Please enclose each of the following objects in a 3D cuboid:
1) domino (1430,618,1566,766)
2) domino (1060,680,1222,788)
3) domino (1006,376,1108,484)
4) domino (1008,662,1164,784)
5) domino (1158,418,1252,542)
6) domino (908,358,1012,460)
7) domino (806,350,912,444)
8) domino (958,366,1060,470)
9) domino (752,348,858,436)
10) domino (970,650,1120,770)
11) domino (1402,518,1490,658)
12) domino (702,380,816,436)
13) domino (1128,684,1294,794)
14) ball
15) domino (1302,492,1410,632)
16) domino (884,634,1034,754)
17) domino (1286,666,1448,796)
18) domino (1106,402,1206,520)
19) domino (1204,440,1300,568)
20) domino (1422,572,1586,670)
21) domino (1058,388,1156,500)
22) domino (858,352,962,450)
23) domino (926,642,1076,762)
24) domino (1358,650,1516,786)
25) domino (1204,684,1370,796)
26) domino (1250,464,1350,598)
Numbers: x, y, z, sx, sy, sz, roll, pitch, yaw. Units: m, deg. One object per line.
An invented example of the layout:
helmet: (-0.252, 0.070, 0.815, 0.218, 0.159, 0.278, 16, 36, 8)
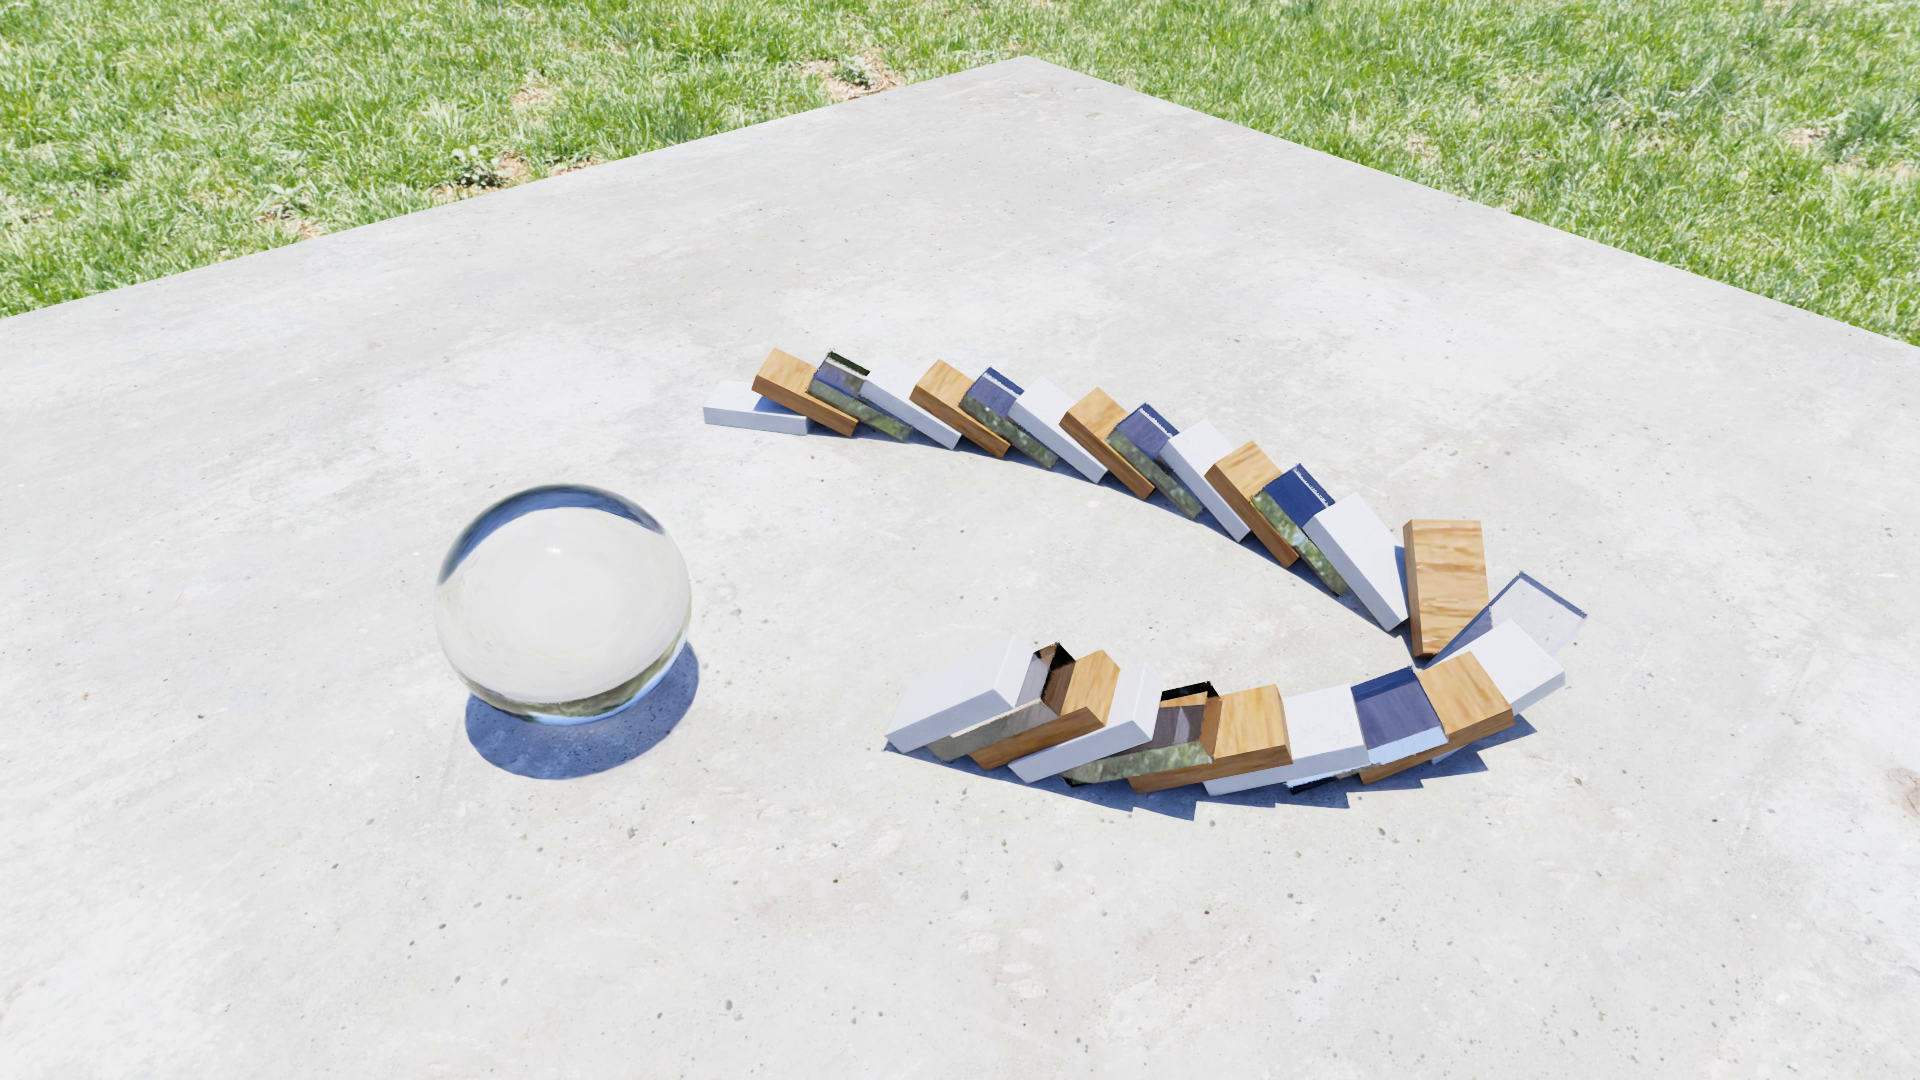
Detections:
domino: (0.170, 0.050, 0.365, 0.050, 0.010, 0.025, -33, 45, 3)
domino: (0.056, 0.062, 0.347, 0.050, 0.009, 0.025, -19, 29, 33)
domino: (0.048, -0.049, 0.488, 0.050, 0.009, 0.025, 38, 48, 5)
domino: (0.040, 0.058, 0.348, 0.050, 0.010, 0.025, -29, 23, 36)
domino: (0.109, -0.025, 0.458, 0.025, 0.010, 0.050, -30, 72, -31)
domino: (0.004, -0.060, 0.501, 0.050, 0.009, 0.025, 33, 45, 1)
domino: (-0.043, -0.066, 0.509, 0.050, 0.009, 0.025, 27, 41, -4)
domino: (0.027, -0.055, 0.495, 0.050, 0.010, 0.025, 35, 46, 3)
domino: (-0.069, -0.069, 0.511, 0.050, 0.010, 0.025, 25, 41, -7)
domino: (0.026, 0.055, 0.352, 0.050, 0.010, 0.025, -29, 23, 36)
domino: (0.178, 0.018, 0.401, 0.025, 0.010, 0.050, 2, 73, 2)
domino: (-0.093, -0.063, 0.520, 0.050, 0.010, 0.025, 8, 40, 9)
domino: (0.078, 0.063, 0.350, 0.050, 0.010, 0.025, -16, 35, 20)
ball: (-0.129, 0.021, 0.362, 0.080, 0.080, 0.080, 0, 39, 0)
domino: (0.157, 0.008, 0.418, 0.025, 0.009, 0.050, -25, 70, -27)
domino: (-0.001, 0.050, 0.357, 0.050, 0.010, 0.025, -29, 23, 36)
domino: (0.126, 0.061, 0.352, 0.050, 0.009, 0.025, -23, 38, 13)
domino: (0.089, -0.034, 0.469, 0.050, 0.009, 0.025, 44, 52, 10)
domino: (0.125, -0.015, 0.446, 0.025, 0.009, 0.050, -29, 72, -31)
domino: (0.187, 0.037, 0.379, 0.050, 0.010, 0.025, -43, 54, -4)
domino: (0.070, -0.042, 0.479, 0.050, 0.010, 0.025, 43, 51, 9)
domino: (-0.019, -0.064, 0.506, 0.050, 0.009, 0.025, 31, 44, -1)
domino: (0.013, 0.053, 0.354, 0.050, 0.010, 0.025, -29, 23, 36)
domino: (0.148, 0.058, 0.356, 0.050, 0.009, 0.025, -26, 40, 10)
domino: (0.101, 0.064, 0.349, 0.050, 0.009, 0.025, -17, 35, 20)
domino: (0.141, -0.004, 0.433, 0.025, 0.010, 0.050, -29, 72, -31)
